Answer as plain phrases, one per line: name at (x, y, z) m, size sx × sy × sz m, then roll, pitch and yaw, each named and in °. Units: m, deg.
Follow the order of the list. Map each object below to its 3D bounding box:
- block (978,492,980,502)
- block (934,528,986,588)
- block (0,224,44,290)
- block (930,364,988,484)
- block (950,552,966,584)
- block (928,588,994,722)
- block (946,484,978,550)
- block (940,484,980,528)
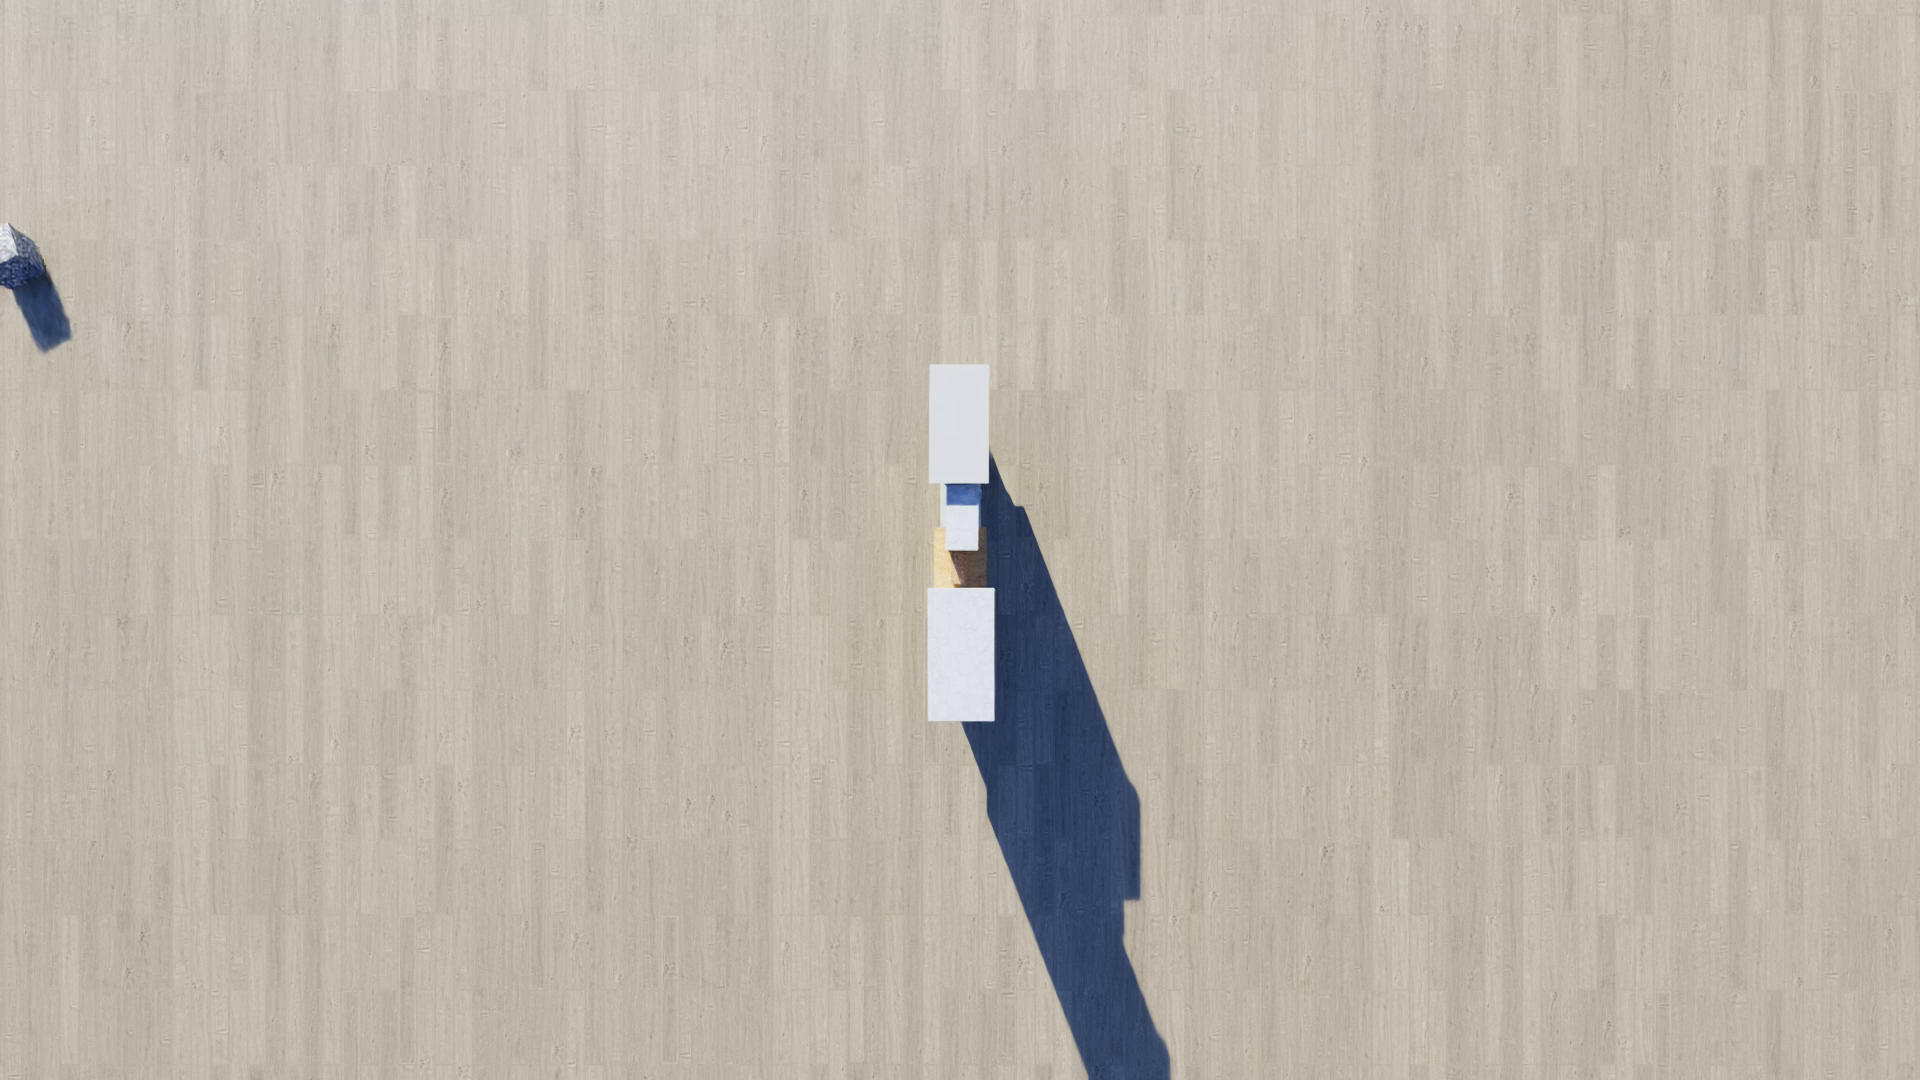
block at (0.009, -0.124, 4.864) m, size 0.092 × 0.402 × 0.026 m, roll 1°, pitch 90°, yaw 0°
block at (0.001, 0.116, 4.868) m, size 0.153 × 0.043 × 0.307 m, roll 0°, pitch 90°, yaw 0°
block at (-3.123, -0.929, 5.418) m, size 0.129 × 0.129 × 0.129 m, roll -27°, pitch 71°, yaw 0°
block at (-0.002, -0.323, 4.617) m, size 0.165 × 0.047 × 0.329 m, roll 0°, pitch 90°, yaw 0°
block at (-0.004, 0.080, 4.750) m, size 0.045 × 0.013 × 0.090 m, roll 0°, pitch 90°, yaw 0°
block at (0.003, 0.309, 4.464) m, size 0.179 × 0.051 × 0.357 m, roll 0°, pitch 90°, yaw 0°
block at (0.006, -0.063, 4.650) m, size 0.092 × 0.026 × 0.184 m, roll 1°, pitch 90°, yaw 0°
block at (0.002, -0.127, 5.228) m, size 0.127 × 0.036 × 0.254 m, roll -1°, pitch 90°, yaw 0°
